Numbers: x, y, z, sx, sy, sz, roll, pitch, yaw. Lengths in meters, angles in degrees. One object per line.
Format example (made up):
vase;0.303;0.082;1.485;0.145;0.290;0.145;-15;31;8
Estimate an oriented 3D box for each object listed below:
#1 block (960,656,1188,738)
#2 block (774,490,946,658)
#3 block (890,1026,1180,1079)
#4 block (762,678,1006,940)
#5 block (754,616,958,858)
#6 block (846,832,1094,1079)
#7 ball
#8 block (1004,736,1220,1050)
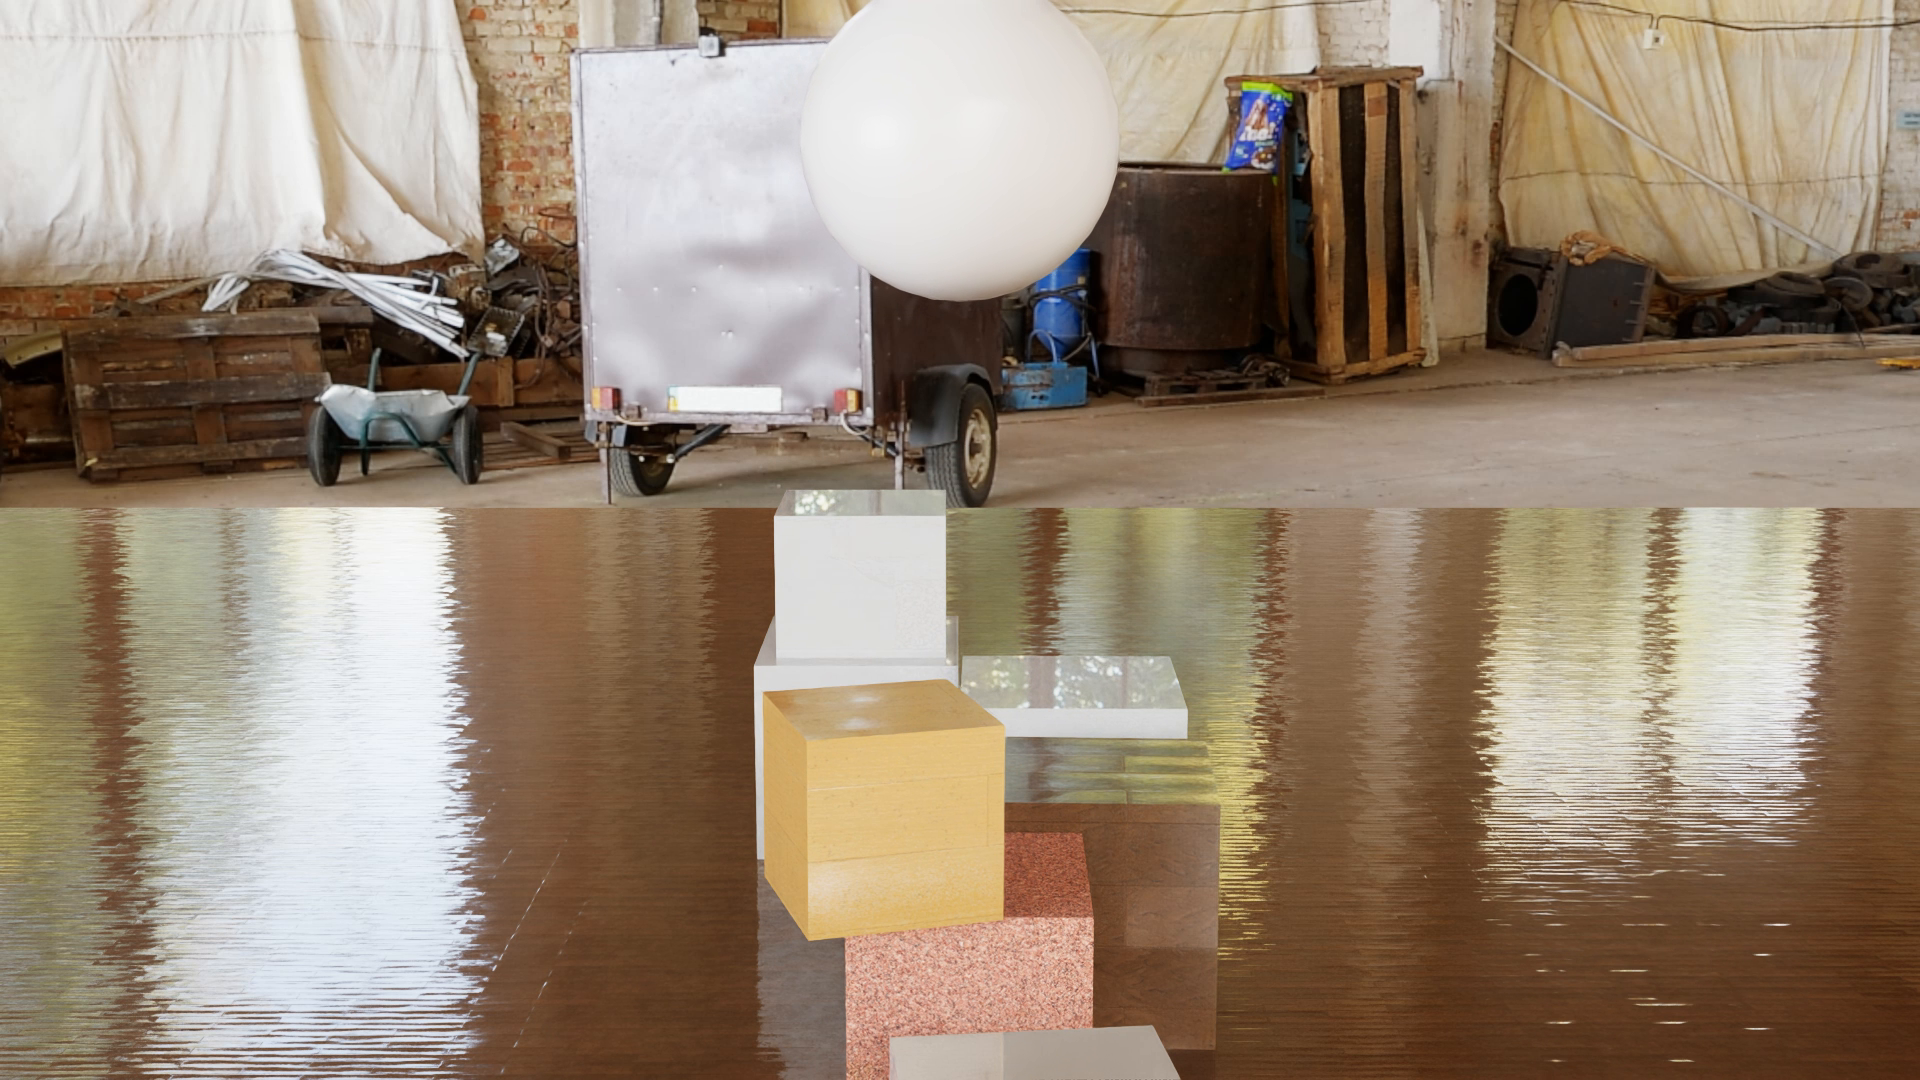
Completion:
block;0.507;1.164;10.255;1.002;1.040;1.002;0;10;1
block;-0.491;0.159;11.215;0.838;0.711;0.820;0;10;0
block;0.244;1.984;6.593;0.838;0.737;0.824;-1;10;-7
block;-0.277;0.920;7.673;0.684;0.687;0.676;-3;11;-17
block;-0.506;0.993;11.359;0.994;0.981;1.145;0;10;0
block;0.038;1.642;8.080;0.853;0.879;0.939;0;10;1
ball;0.000;-1.989;10.931;1.600;1.600;1.600;0;10;0
block;0.541;1.416;9.000;0.960;0.994;0.950;0;10;3
